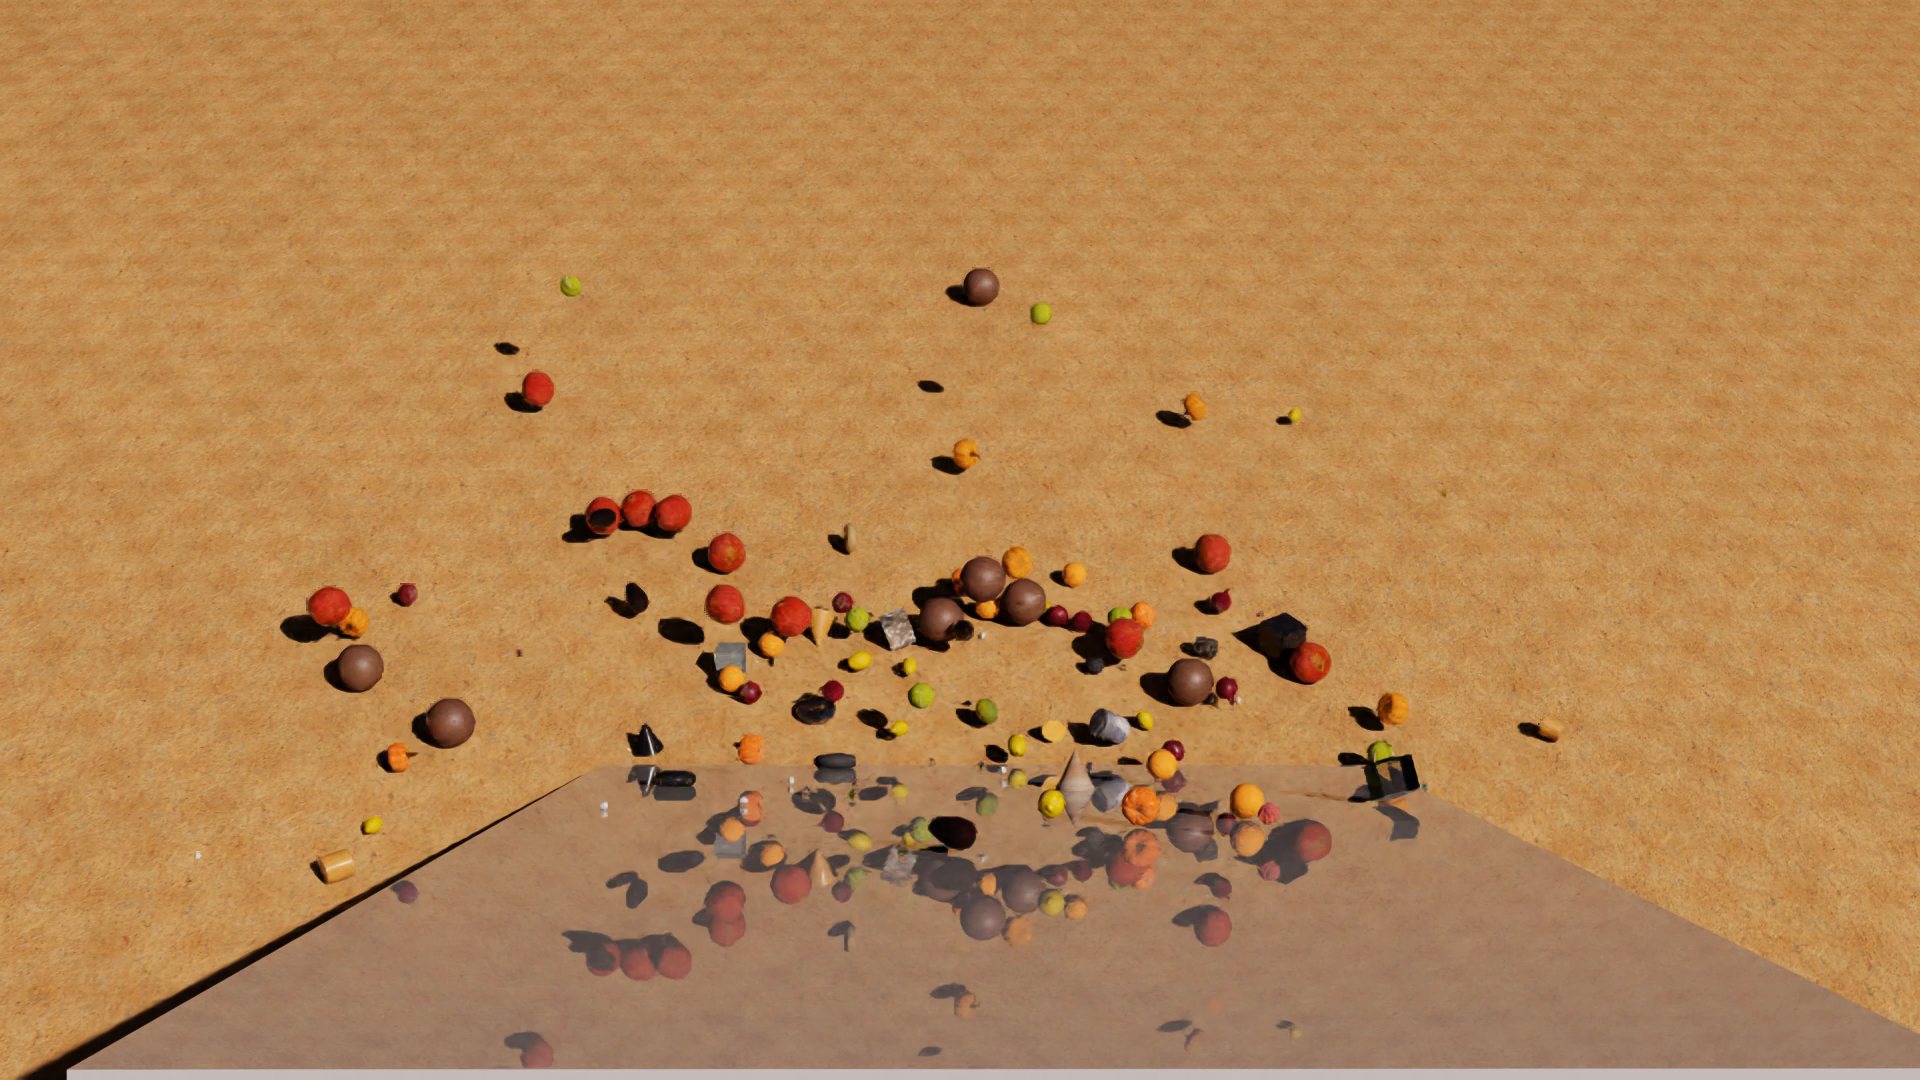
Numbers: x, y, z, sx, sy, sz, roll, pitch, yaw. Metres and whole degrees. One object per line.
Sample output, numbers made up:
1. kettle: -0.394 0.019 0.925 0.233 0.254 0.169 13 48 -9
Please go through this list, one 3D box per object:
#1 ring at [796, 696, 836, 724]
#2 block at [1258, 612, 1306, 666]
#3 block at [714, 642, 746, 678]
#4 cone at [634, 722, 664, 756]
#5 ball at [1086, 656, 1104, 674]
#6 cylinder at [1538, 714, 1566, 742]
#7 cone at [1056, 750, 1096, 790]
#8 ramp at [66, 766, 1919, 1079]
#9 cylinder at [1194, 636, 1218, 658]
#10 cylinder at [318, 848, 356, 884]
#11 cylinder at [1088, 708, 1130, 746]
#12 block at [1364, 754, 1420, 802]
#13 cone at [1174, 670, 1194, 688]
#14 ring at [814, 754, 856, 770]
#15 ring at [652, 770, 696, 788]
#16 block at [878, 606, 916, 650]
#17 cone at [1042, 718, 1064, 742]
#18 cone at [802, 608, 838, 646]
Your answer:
1. ring: -0.389 0.461 7.024 0.108 0.036 0.108 -1 31 1
2. block: 0.906 0.277 7.273 0.093 0.093 0.093 -19 36 -28
3. block: -0.636 0.334 7.181 0.076 0.076 0.076 2 19 3
4. cone: -0.832 0.517 6.874 0.082 0.082 0.082 -5 22 2
5. ball: 0.374 0.348 7.195 0.052 0.052 0.052 0 31 0
6. cylinder: 1.581 0.502 6.919 0.055 0.055 0.055 24 37 14
7. cone: 0.267 0.530 5.995 0.094 0.094 0.094 0 0 0
8. ramp: 0.070 0.616 4.694 2.000 0.100 4.000 0 0 0
9. cylinder: 0.690 0.301 7.267 0.054 0.054 0.054 12 33 23
10. cylinder: -1.544 0.808 6.418 0.071 0.071 0.071 -18 35 -27
11. cylinder: 0.396 0.496 6.876 0.077 0.077 0.077 26 17 -33
12. block: 0.937 0.517 5.623 0.077 0.077 0.077 -3 73 -34
13. cone: 0.625 0.395 7.142 0.056 0.056 0.056 33 36 1
14. ring: -0.317 0.564 6.604 0.108 0.036 0.108 0 -2 0
15. ring: -0.672 0.561 6.091 0.102 0.034 0.102 0 1 0
16. block: -0.176 0.251 7.310 0.076 0.076 0.076 -22 31 -2
17. cone: 0.253 0.498 6.926 0.063 0.063 0.063 5 16 8
18. cone: -0.400 0.263 7.343 0.098 0.098 0.098 1 58 2
